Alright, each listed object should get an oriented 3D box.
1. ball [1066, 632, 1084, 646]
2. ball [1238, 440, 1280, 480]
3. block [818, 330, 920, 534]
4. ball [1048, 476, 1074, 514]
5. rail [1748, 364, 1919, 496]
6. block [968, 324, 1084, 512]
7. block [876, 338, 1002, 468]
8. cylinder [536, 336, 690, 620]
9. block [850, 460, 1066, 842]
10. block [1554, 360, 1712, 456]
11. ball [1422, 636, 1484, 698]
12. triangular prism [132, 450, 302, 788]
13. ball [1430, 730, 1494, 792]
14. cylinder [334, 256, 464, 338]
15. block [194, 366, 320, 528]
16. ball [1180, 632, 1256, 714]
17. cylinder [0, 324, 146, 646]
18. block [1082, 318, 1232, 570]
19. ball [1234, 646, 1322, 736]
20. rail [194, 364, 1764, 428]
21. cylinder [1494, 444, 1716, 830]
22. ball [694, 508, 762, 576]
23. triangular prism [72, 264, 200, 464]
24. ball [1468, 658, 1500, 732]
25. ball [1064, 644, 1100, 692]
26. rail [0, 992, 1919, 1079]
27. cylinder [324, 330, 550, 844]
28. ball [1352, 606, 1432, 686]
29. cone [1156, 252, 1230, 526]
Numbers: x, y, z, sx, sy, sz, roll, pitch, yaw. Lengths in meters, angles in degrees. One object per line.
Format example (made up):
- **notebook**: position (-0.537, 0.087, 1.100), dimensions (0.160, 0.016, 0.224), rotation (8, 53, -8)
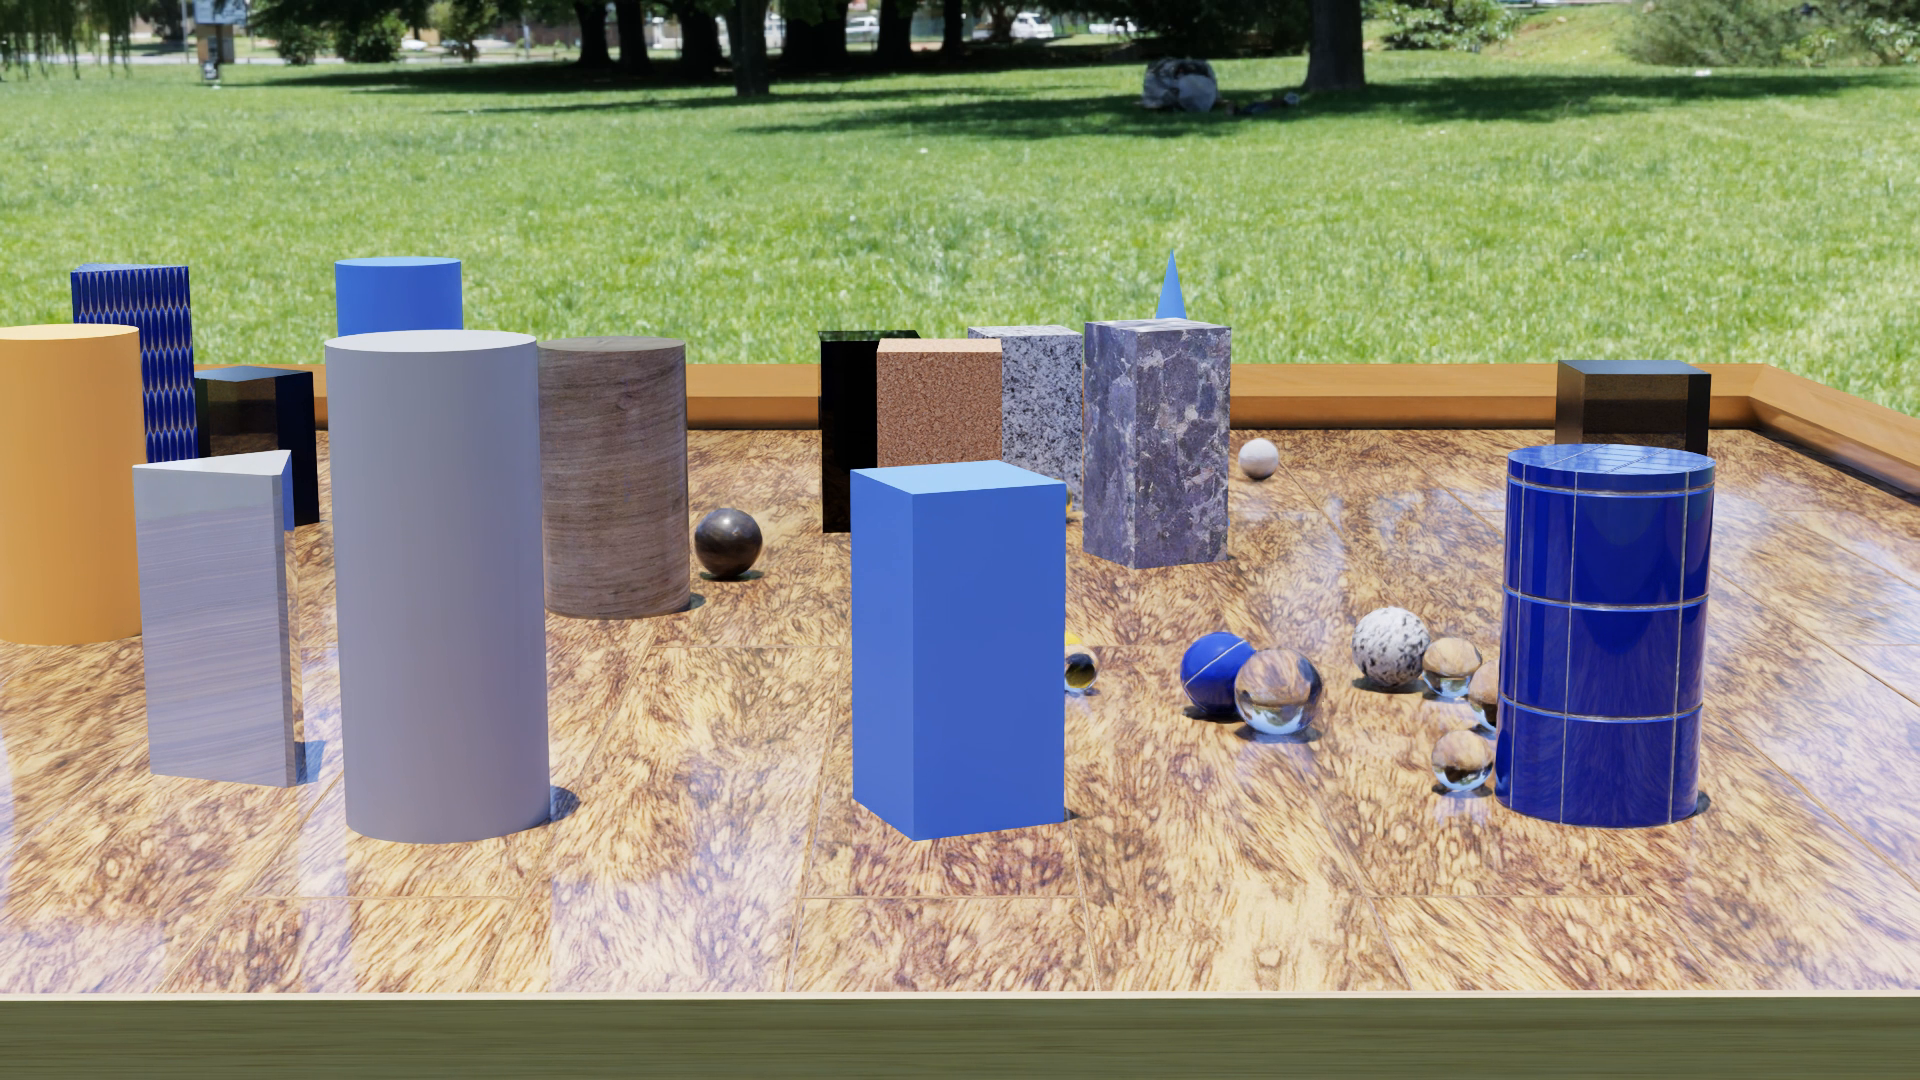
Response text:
- **ball**: position (0.126, 0.137, 3.098), dimensions (0.054, 0.054, 0.054), rotation (0, 10, 0)
- **ball**: position (0.530, -0.142, 4.558), dimensions (0.073, 0.073, 0.073), rotation (0, 10, 0)
- **block**: position (-0.145, -0.176, 4.103), dimensions (0.159, 0.303, 0.159), rotation (-1, 11, -5)
- **ball**: position (0.147, -0.066, 4.147), dimensions (0.072, 0.072, 0.072), rotation (0, 10, 0)
- **rail**: position (1.623, 0.031, 3.458), dimensions (0.045, 0.129, 3.589), rotation (0, 10, 0)
- **block**: position (0.107, -0.203, 4.278), dimensions (0.159, 0.293, 0.159), rotation (-2, 11, -12)
- **block**: position (-0.026, -0.071, 3.360), dimensions (0.159, 0.369, 0.159), rotation (0, 10, 0)
- **cylinder**: position (-0.468, -0.087, 3.474), dimensions (0.198, 0.359, 0.198), rotation (0, 10, 0)
- **block**: position (-0.003, 0.103, 2.511), dimensions (0.159, 0.335, 0.159), rotation (-5, 11, -23)
- **block**: position (0.869, -0.055, 3.344), dimensions (0.159, 0.343, 0.159), rotation (0, 10, 1)
- **ball**: position (0.574, 0.148, 2.991), dimensions (0.071, 0.071, 0.071), rotation (0, 10, 0)
- **triangular prism**: position (-0.740, 0.076, 2.689), dimensions (0.172, 0.323, 0.149), rotation (4, 11, 19)
- **ball**: position (0.510, 0.224, 2.606), dimensions (0.063, 0.063, 0.063), rotation (0, 10, 0)
- **cylinder**: position (-0.903, -0.243, 4.159), dimensions (0.198, 0.416, 0.198), rotation (0, 10, 0)
- **block**: position (-1.144, -0.145, 4.100), dimensions (0.159, 0.244, 0.159), rotation (7, 12, 32)
- **ball**: position (0.297, 0.151, 2.912), dimensions (0.094, 0.094, 0.094), rotation (0, 10, 0)
- **cylinder**: position (-1.156, -0.076, 3.324), dimensions (0.198, 0.390, 0.198), rotation (0, 10, 0)
- **block**: position (0.292, -0.147, 3.825), dimensions (0.159, 0.348, 0.159), rotation (-5, 12, -25)
- **ball**: position (0.350, 0.166, 2.822), dimensions (0.097, 0.097, 0.097), rotation (0, 10, 0)
- **rail**: position (-0.010, -0.289, 5.190), dimensions (3.293, 0.129, 0.045), rotation (0, 10, 0)
- **cylinder**: position (0.637, 0.091, 2.543), dimensions (0.198, 0.347, 0.198), rotation (0, 10, 0)
- **ball**: position (-0.335, 0.003, 3.699), dimensions (0.099, 0.099, 0.099), rotation (0, 10, 0)
- **triangular prism**: position (-1.220, -0.175, 3.720), dimensions (0.172, 0.442, 0.149), rotation (-9, 14, -41)
- **ball**: position (0.603, 0.171, 2.827), dimensions (0.086, 0.086, 0.086), rotation (0, 10, 0)
- **ball**: position (0.136, 0.150, 3.017), dimensions (0.057, 0.057, 0.057), rotation (0, 10, 0)
- **rail**: position (0.010, 0.355, 1.707), dimensions (3.293, 0.129, 0.045), rotation (0, 10, 0)
- **cylinder**: position (-0.504, 0.040, 2.486), dimensions (0.198, 0.468, 0.198), rotation (0, 10, 0)
- **ball**: position (0.512, 0.126, 3.045), dimensions (0.094, 0.094, 0.094), rotation (0, 10, 0)
- **cone**: position (0.335, -0.245, 4.094), dimensions (0.198, 0.443, 0.198), rotation (0, 10, 0)
